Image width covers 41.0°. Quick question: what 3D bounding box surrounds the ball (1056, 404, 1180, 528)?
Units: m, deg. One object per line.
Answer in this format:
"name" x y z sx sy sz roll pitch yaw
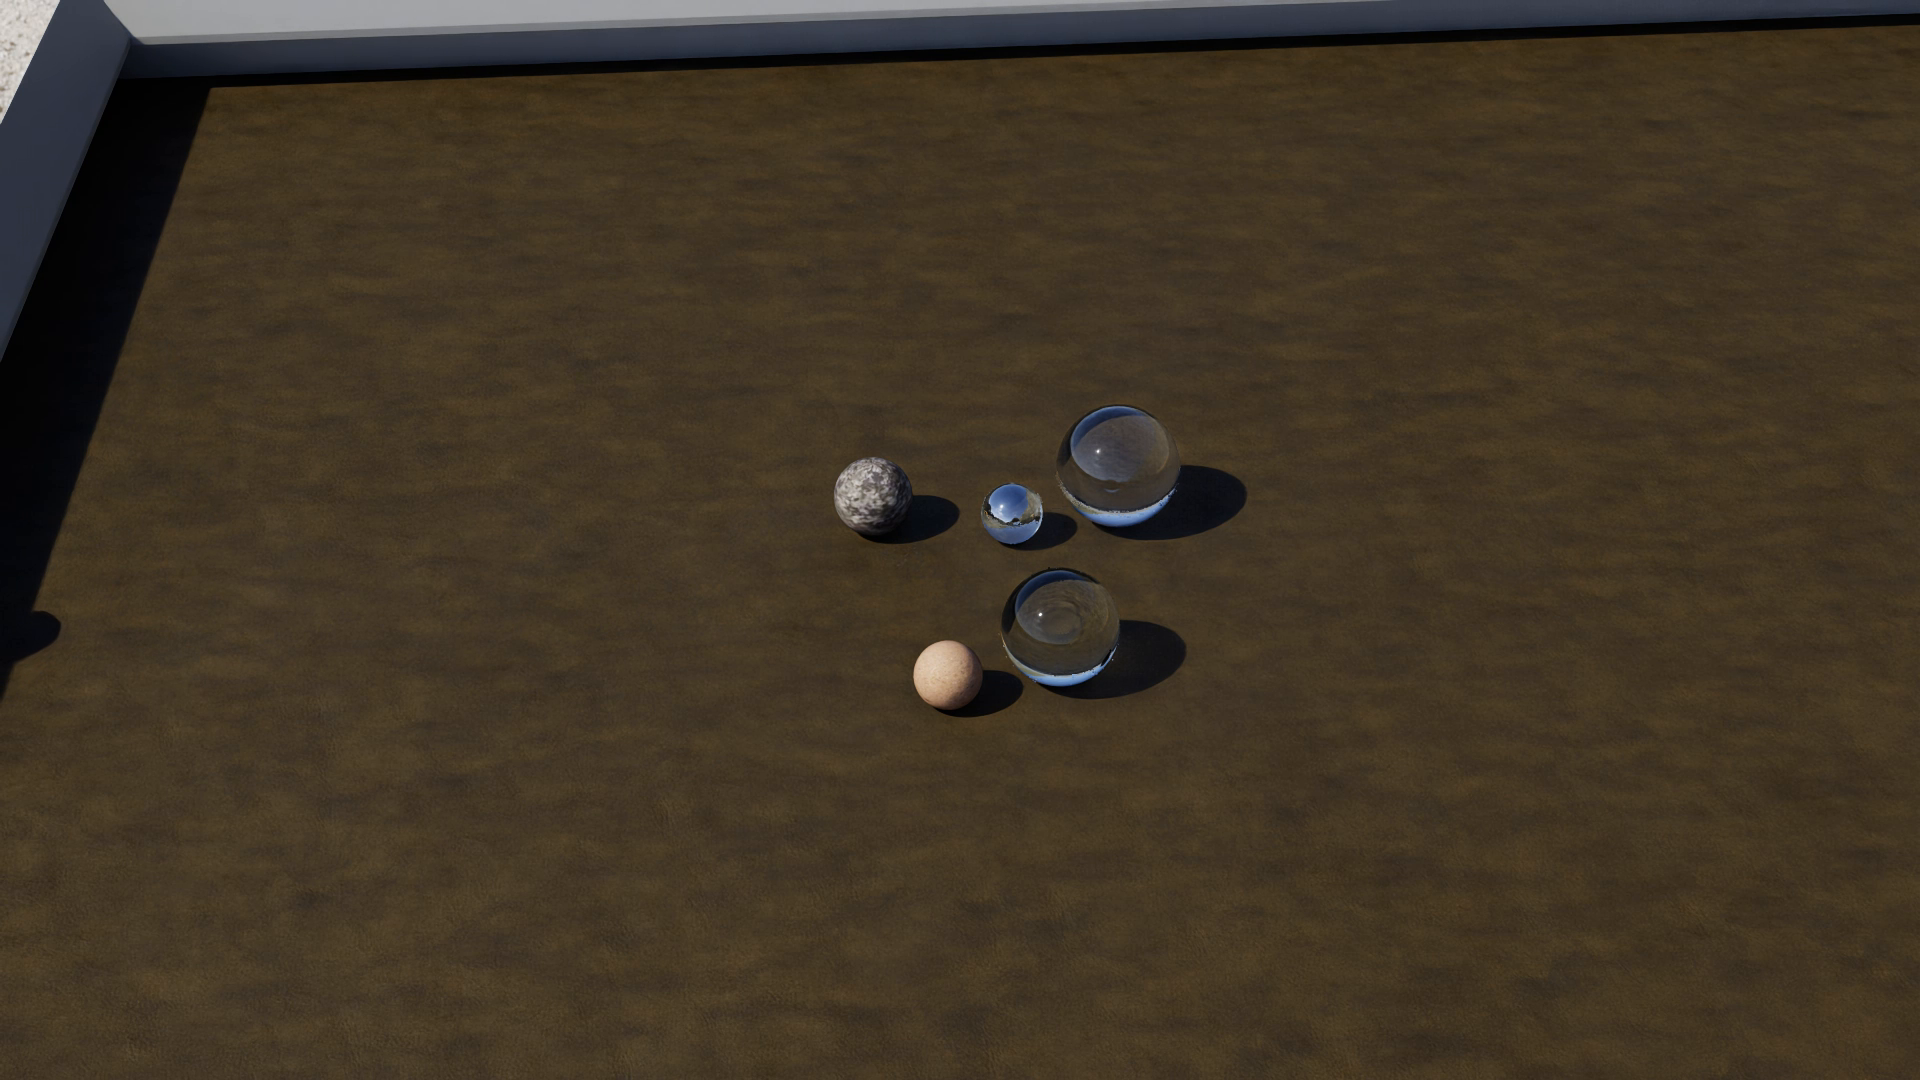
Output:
"ball" 0.109 -0.051 1.759 0.085 0.085 0.085 0 36 0

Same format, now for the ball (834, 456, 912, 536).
"ball" -0.059 -0.030 1.757 0.054 0.054 0.054 0 36 0

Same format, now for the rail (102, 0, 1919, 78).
"rail" 0.649 -0.525 2.392 2.877 0.110 0.045 -3 36 -4

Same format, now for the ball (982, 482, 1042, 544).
"ball" 0.036 -0.018 1.751 0.042 0.042 0.042 0 36 0

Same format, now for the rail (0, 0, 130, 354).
"rail" -0.693 0.013 1.647 0.045 0.110 1.652 -3 36 -4

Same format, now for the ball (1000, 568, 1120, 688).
"ball" 0.063 0.055 1.621 0.076 0.076 0.076 0 36 0

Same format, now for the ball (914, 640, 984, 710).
"ball" -0.007 0.085 1.607 0.044 0.044 0.044 0 36 0
